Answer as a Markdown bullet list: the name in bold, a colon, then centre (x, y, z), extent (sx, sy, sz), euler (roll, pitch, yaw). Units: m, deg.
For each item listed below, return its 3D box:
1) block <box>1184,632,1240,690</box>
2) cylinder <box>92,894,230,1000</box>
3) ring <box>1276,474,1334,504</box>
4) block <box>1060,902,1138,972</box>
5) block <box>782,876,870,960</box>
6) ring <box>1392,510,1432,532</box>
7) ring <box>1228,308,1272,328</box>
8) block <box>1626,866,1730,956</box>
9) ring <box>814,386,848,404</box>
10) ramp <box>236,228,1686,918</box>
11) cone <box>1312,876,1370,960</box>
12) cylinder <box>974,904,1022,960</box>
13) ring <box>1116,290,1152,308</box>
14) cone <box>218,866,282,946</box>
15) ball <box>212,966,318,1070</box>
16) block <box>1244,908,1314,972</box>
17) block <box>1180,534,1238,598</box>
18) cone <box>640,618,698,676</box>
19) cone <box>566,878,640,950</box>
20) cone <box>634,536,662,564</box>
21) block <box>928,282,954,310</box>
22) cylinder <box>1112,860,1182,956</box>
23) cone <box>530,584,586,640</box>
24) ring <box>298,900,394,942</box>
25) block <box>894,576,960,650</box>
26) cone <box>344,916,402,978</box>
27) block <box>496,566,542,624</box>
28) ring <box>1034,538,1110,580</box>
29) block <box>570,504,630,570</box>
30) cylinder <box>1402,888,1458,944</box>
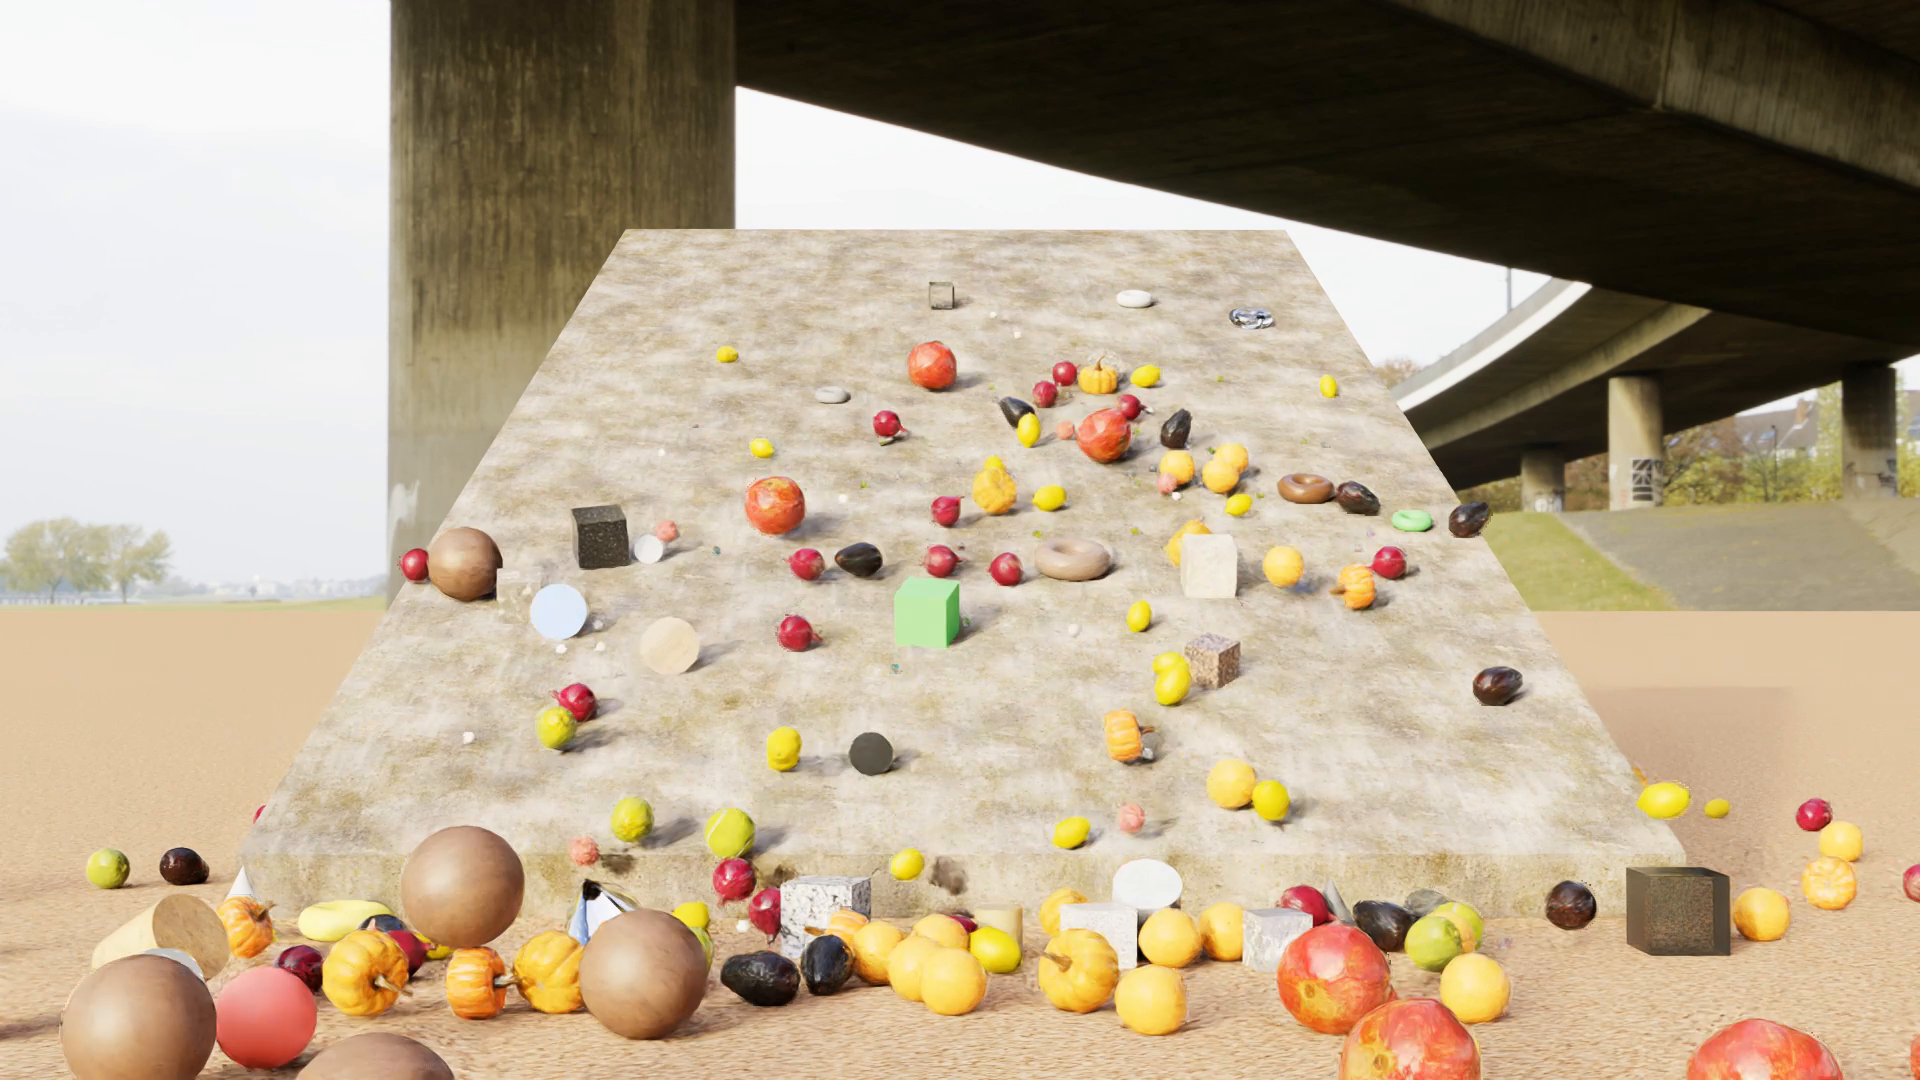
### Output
- **block**: centre (0.409, 0.196, 3.680), extent (0.064, 0.064, 0.064), euler (16, 25, 36)
- **cylinder**: centre (-0.841, 0.438, 2.387), extent (0.098, 0.098, 0.098), euler (-33, -15, 22)
- **ring**: centre (0.691, -0.103, 4.538), extent (0.115, 0.038, 0.115), euler (1, 19, 0)
- **block**: centre (0.168, 0.480, 2.750), extent (0.070, 0.070, 0.070), euler (1, -2, -19)
- **block**: centre (-0.168, 0.473, 2.846), extent (0.090, 0.090, 0.090), euler (0, -2, 13)
- **ring**: centre (0.871, -0.037, 4.375), extent (0.077, 0.026, 0.077), euler (-1, 21, 0)
- **ring**: centre (0.743, -0.568, 5.809), extent (0.113, 0.038, 0.113), euler (1, 19, 0)
- **block**: centre (0.908, 0.469, 2.871), extent (0.099, 0.099, 0.099), euler (0, -2, -1)
- **ring**: centre (-0.293, -0.330, 5.171), extent (0.077, 0.026, 0.077), euler (1, 20, 0)
- **ramp**: centre (-0.005, -0.208, 5.020), extent (2.000, 0.100, 4.000), euler (0, 20, 0)
- **cone**: centre (0.463, 0.469, 2.832), extent (0.097, 0.097, 0.097), euler (0, -2, 0)
- **cylinder**: centre (0.048, 0.487, 2.822), extent (0.060, 0.060, 0.060), euler (0, -2, 0)
- **ring**: centre (0.462, -0.638, 6.004), extent (0.097, 0.032, 0.097), euler (1, 20, 0)
- **cone**: centre (-0.933, 0.472, 2.951), extent (0.097, 0.097, 0.097), euler (0, -2, 0)
- **ball**: centre (-0.655, 0.450, 2.137), extent (0.095, 0.095, 0.095), euler (0, -2, 0)
- **block**: centre (0.383, 0.482, 2.735), extent (0.065, 0.065, 0.065), euler (0, -2, -13)
- **block**: centre (0.444, 0.047, 4.053), extent (0.088, 0.088, 0.088), euler (0, 20, -1)
- **cone**: centre (-0.482, 0.179, 3.755), extent (0.095, 0.095, 0.095), euler (0, -7, -10)
- **cone**: centre (-0.461, 0.451, 2.860), extent (0.096, 0.096, 0.096), euler (0, -39, 7)
- **cone**: centre (-0.584, 0.021, 4.211), extent (0.054, 0.054, 0.054), euler (1, -8, -20)
- **block**: centre (-0.049, -0.644, 5.976), extent (0.061, 0.061, 0.061), euler (-3, 20, -7)
- **cylinder**: centre (0.231, 0.457, 2.820), extent (0.085, 0.085, 0.085), euler (0, 37, 0)
- **cone**: centre (-0.678, 0.127, 3.895), extent (0.096, 0.096, 0.096), euler (0, -6, 4)
- **ring**: centre (-0.808, 0.502, 2.986), extent (0.121, 0.040, 0.121), euler (1, 0, 0)
- **block**: centre (-0.056, 0.124, 3.840), extent (0.089, 0.089, 0.089), euler (5, 21, 13)
- **cone**: centre (-0.694, 0.479, 2.683), extent (0.068, 0.068, 0.068), euler (0, -2, 0)
- **block**: centre (-0.764, 0.096, 3.934), extent (0.074, 0.074, 0.074), euler (-4, 20, -10)
- **ring**: centre (0.206, 0.035, 4.147), extent (0.141, 0.047, 0.141), euler (1, 19, 0)
- **block**: centre (-0.665, -0.005, 4.187), extent (0.091, 0.091, 0.091), euler (-6, 21, -16)
- **cylinder**: centre (0.601, 0.481, 2.899), extent (0.060, 0.060, 0.060), euler (-1, -20, 22)
